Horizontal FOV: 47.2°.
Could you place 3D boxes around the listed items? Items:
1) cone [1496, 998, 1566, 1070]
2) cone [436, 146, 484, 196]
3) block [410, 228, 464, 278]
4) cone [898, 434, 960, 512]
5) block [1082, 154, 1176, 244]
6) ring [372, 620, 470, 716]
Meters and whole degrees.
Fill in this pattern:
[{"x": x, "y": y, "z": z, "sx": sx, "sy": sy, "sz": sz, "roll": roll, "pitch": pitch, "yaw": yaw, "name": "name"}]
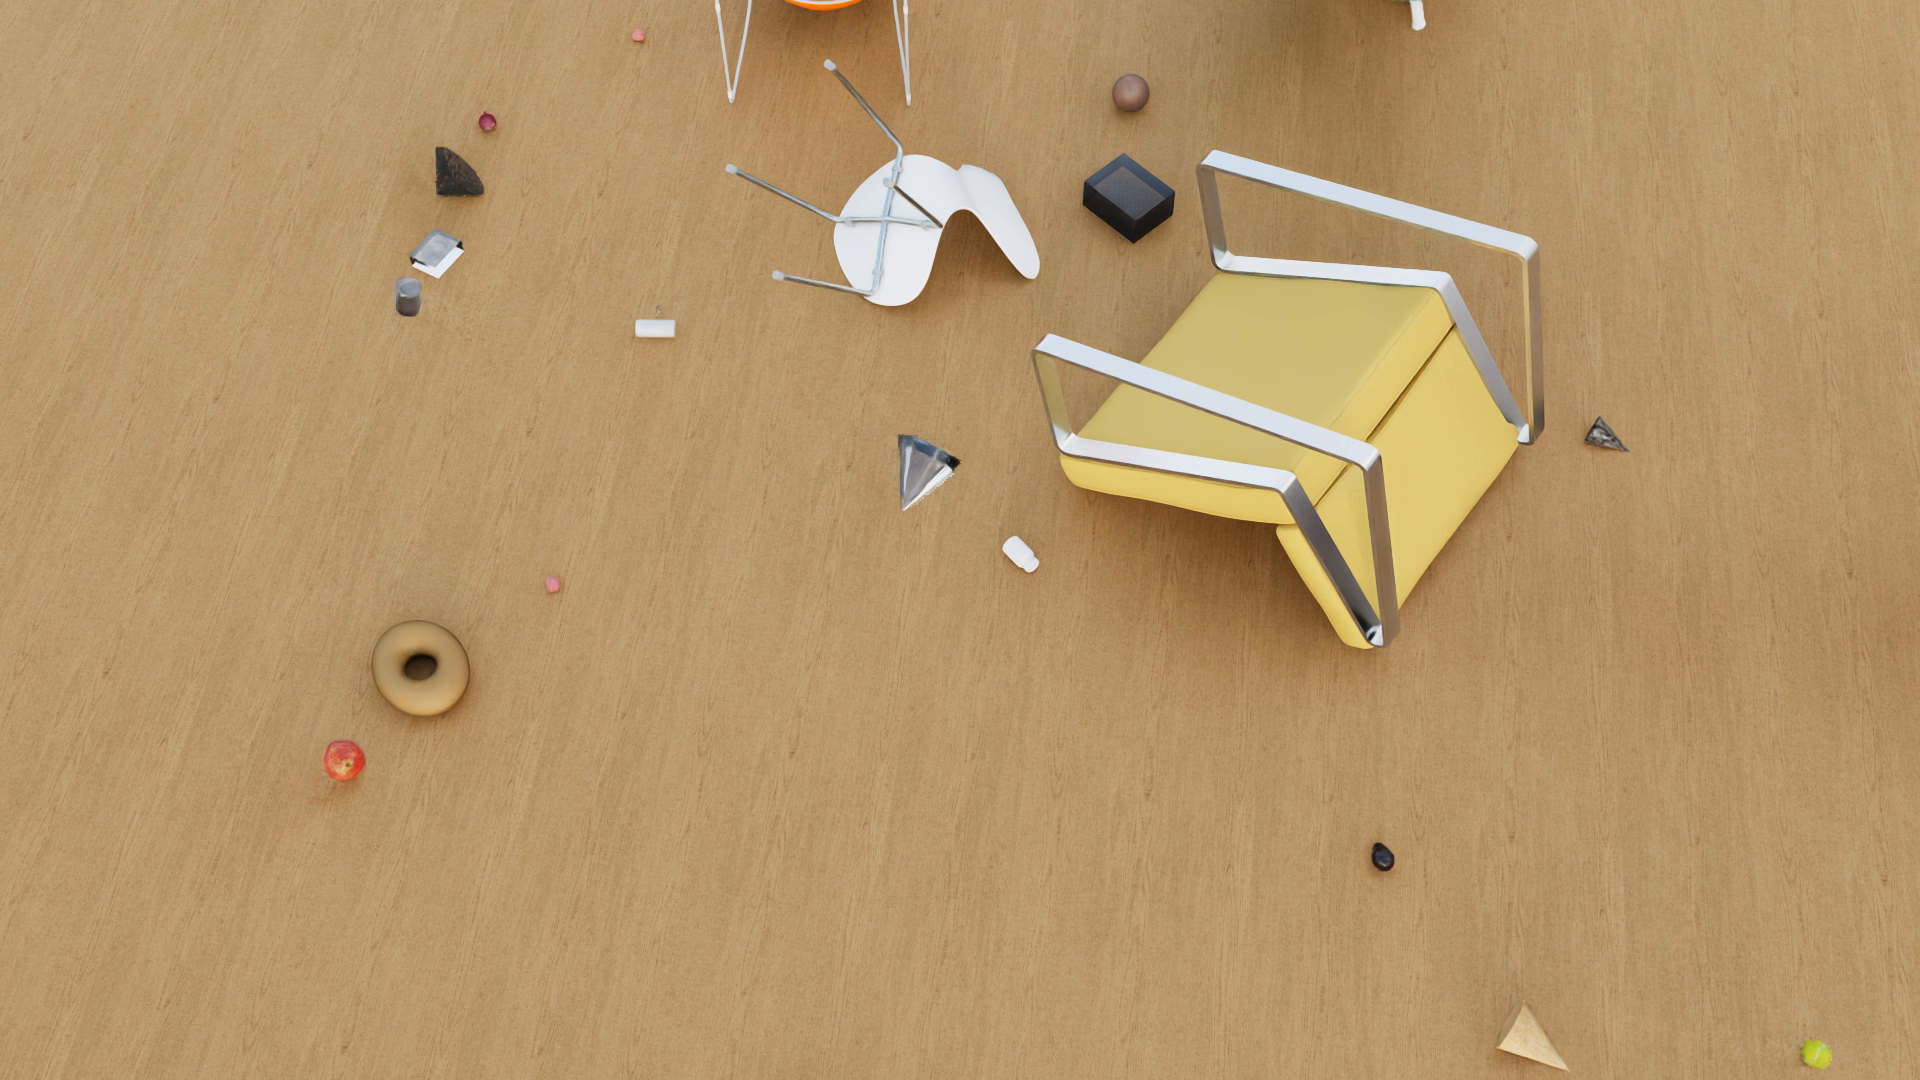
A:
[{"x": 1.494, "y": 1.307, "z": 5.668, "sx": 0.191, "sy": 0.082, "sz": 0.188, "roll": 40, "pitch": 45, "yaw": 5, "name": "cone"}, {"x": -1.705, "y": -1.193, "z": 7.329, "sx": 0.211, "sy": 0.120, "sz": 0.172, "roll": 46, "pitch": 22, "yaw": -12, "name": "cone"}, {"x": -1.706, "y": -0.935, "z": 7.170, "sx": 0.106, "sy": 0.052, "sz": 0.137, "roll": 26, "pitch": 60, "yaw": 16, "name": "block"}, {"x": -0.134, "y": -0.179, "z": 6.651, "sx": 0.212, "sy": 0.135, "sz": 0.214, "roll": 26, "pitch": 78, "yaw": -12, "name": "cone"}, {"x": 0.557, "y": -1.129, "z": 7.263, "sx": 0.185, "sy": 0.114, "sz": 0.237, "roll": -38, "pitch": 64, "yaw": -22, "name": "block"}, {"x": -1.536, "y": 0.364, "z": 6.261, "sx": 0.264, "sy": 0.115, "sz": 0.320, "roll": -33, "pitch": 61, "yaw": -18, "name": "ring"}]
